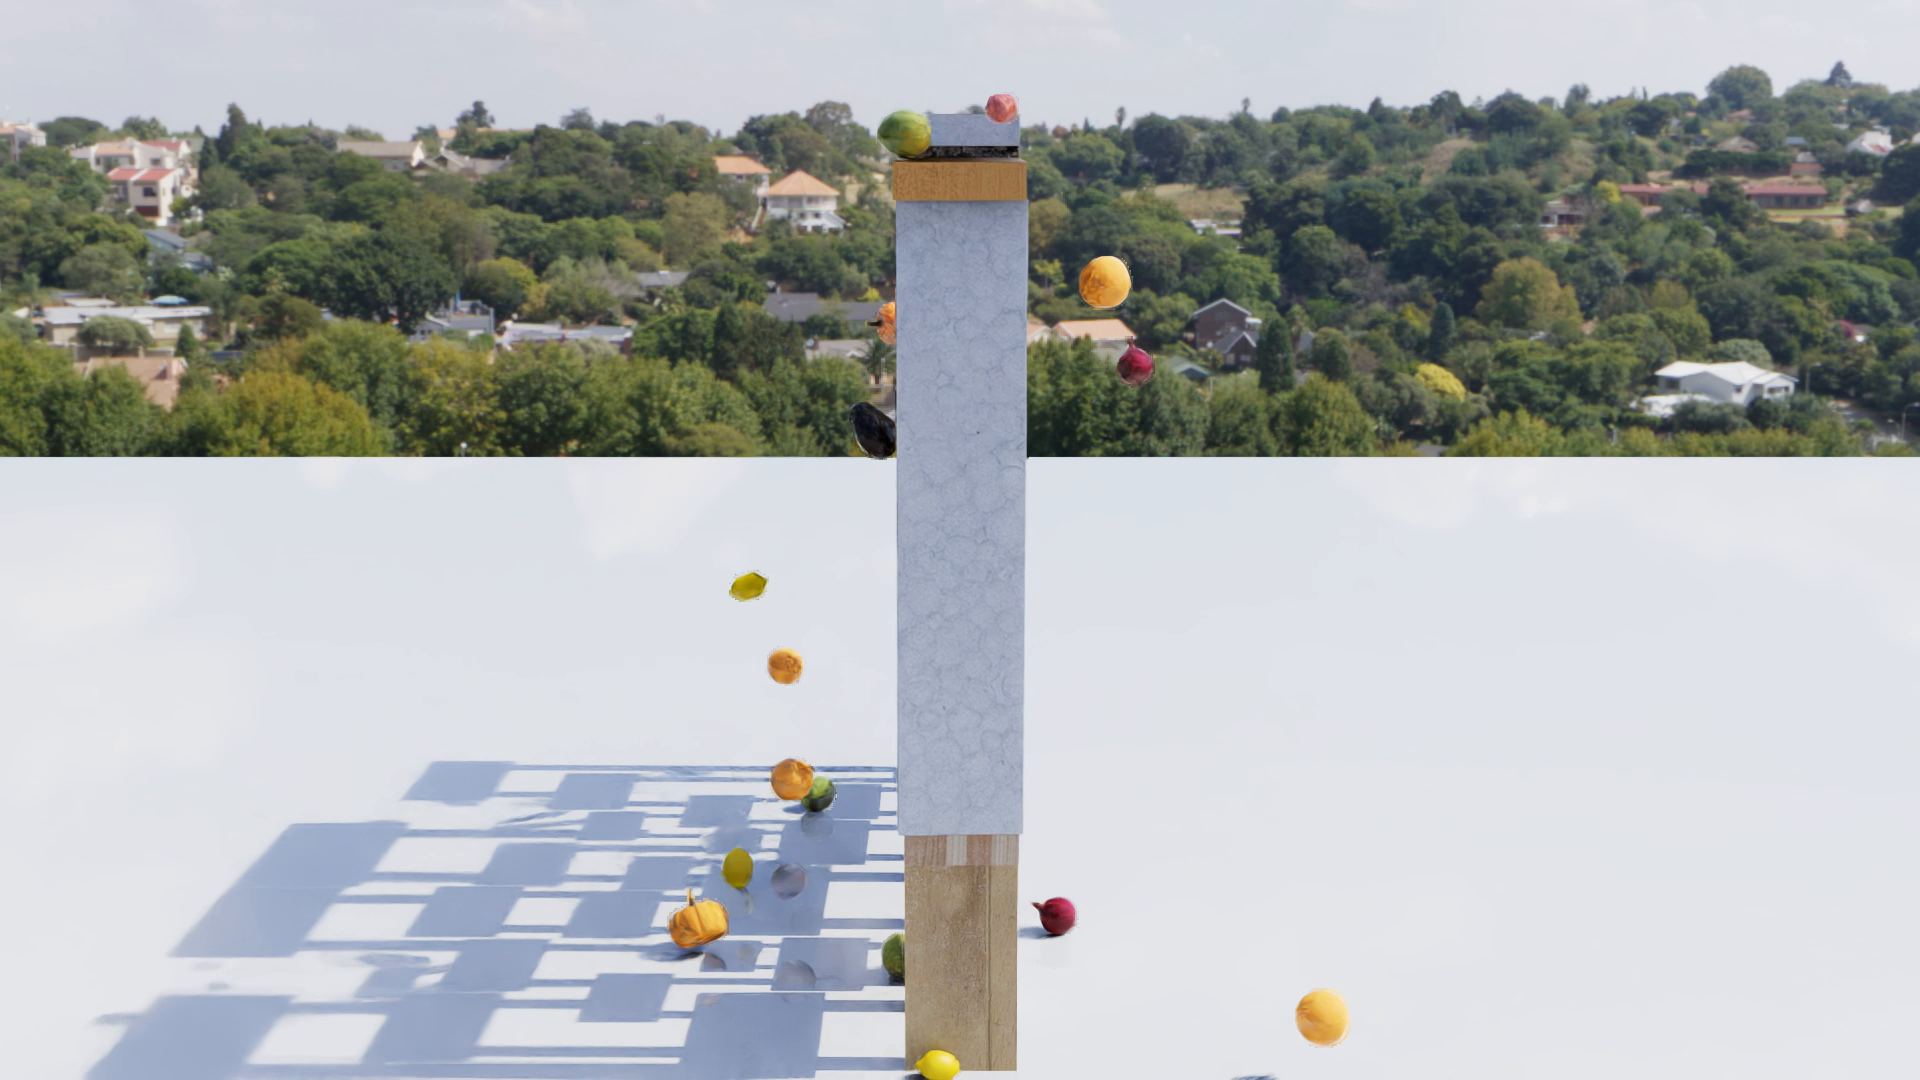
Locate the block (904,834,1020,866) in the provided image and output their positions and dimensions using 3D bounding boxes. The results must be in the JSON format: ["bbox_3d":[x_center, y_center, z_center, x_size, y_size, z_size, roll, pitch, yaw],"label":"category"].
[{"bbox_3d":[0.000,0.379,3.036,0.151,0.043,0.301,0,11,-1],"label":"block"}]

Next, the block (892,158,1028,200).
[{"bbox_3d":[-0.001,-0.469,2.845,0.164,0.046,0.328,0,11,0],"label":"block"}]

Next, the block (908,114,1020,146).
[{"bbox_3d":[0.003,-0.615,3.297,0.159,0.045,0.319,0,11,-1],"label":"block"}]

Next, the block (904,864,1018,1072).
[{"bbox_3d":[0.001,0.567,2.970,0.151,0.302,0.043,0,11,0],"label":"block"}]

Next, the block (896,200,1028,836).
[{"bbox_3d":[0.001,-0.022,2.823,0.164,0.823,0.046,0,11,-2],"label":"block"}]

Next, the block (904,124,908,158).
[{"bbox_3d":[-0.002,-0.659,3.631,0.176,0.050,0.352,0,10,-1],"label":"block"}]

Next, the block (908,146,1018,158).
[{"bbox_3d":[0.005,-0.365,3.236,0.159,0.423,0.045,0,10,0],"label":"block"}]
